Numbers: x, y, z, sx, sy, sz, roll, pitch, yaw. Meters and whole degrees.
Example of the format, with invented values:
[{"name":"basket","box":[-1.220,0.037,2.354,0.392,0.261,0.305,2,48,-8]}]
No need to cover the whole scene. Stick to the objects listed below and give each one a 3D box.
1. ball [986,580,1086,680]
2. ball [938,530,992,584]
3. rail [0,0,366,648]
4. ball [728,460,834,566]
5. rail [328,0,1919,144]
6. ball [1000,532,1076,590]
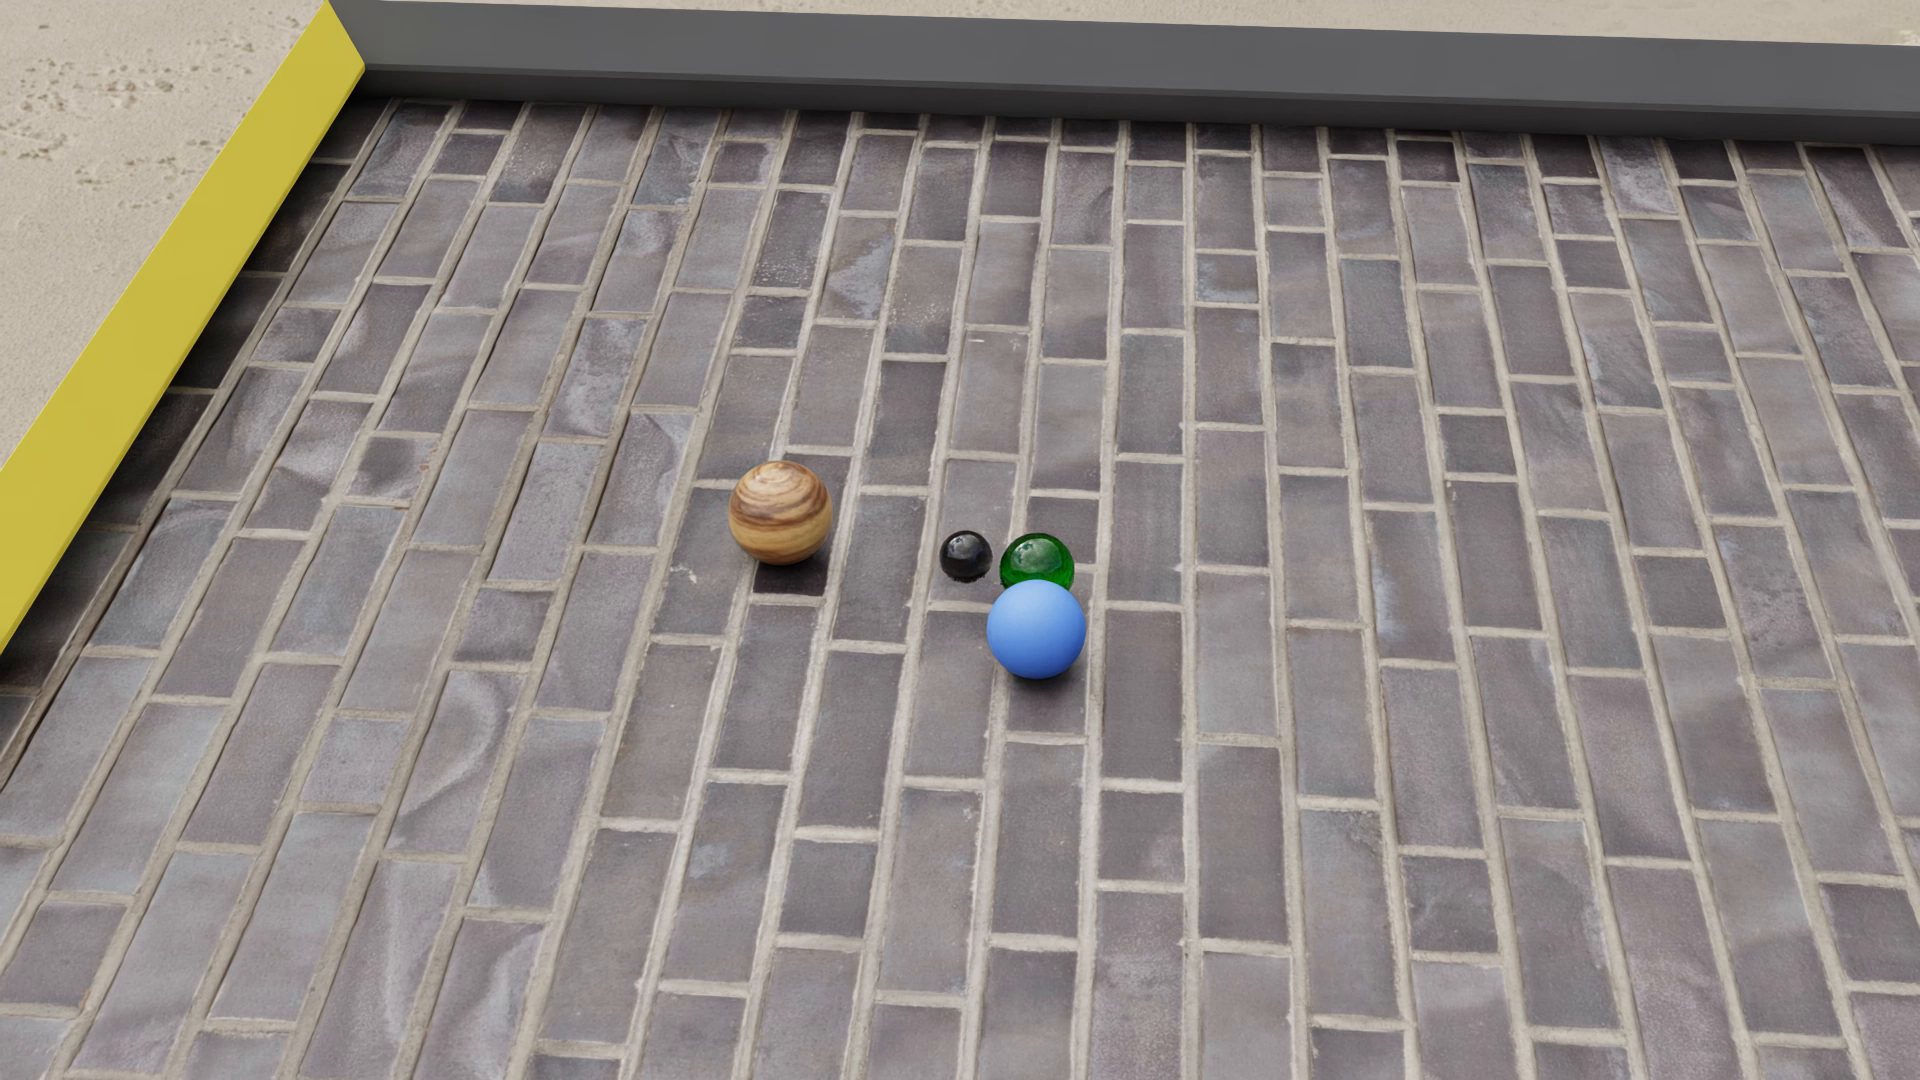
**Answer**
[{"name":"ball","box":[0.054,0.063,1.818,0.071,0.071,0.071,0,35,0]},{"name":"ball","box":[0.004,0.013,1.917,0.040,0.040,0.040,0,35,0]},{"name":"rail","box":[-0.669,-0.046,1.944,0.045,0.103,1.587,2,35,3]},{"name":"ball","box":[-0.135,-0.020,1.931,0.079,0.079,0.079,0,35,0]},{"name":"rail","box":[0.749,-0.428,2.492,2.778,0.103,0.045,2,35,3]},{"name":"ball","box":[0.057,0.022,1.890,0.056,0.056,0.056,0,35,0]}]
